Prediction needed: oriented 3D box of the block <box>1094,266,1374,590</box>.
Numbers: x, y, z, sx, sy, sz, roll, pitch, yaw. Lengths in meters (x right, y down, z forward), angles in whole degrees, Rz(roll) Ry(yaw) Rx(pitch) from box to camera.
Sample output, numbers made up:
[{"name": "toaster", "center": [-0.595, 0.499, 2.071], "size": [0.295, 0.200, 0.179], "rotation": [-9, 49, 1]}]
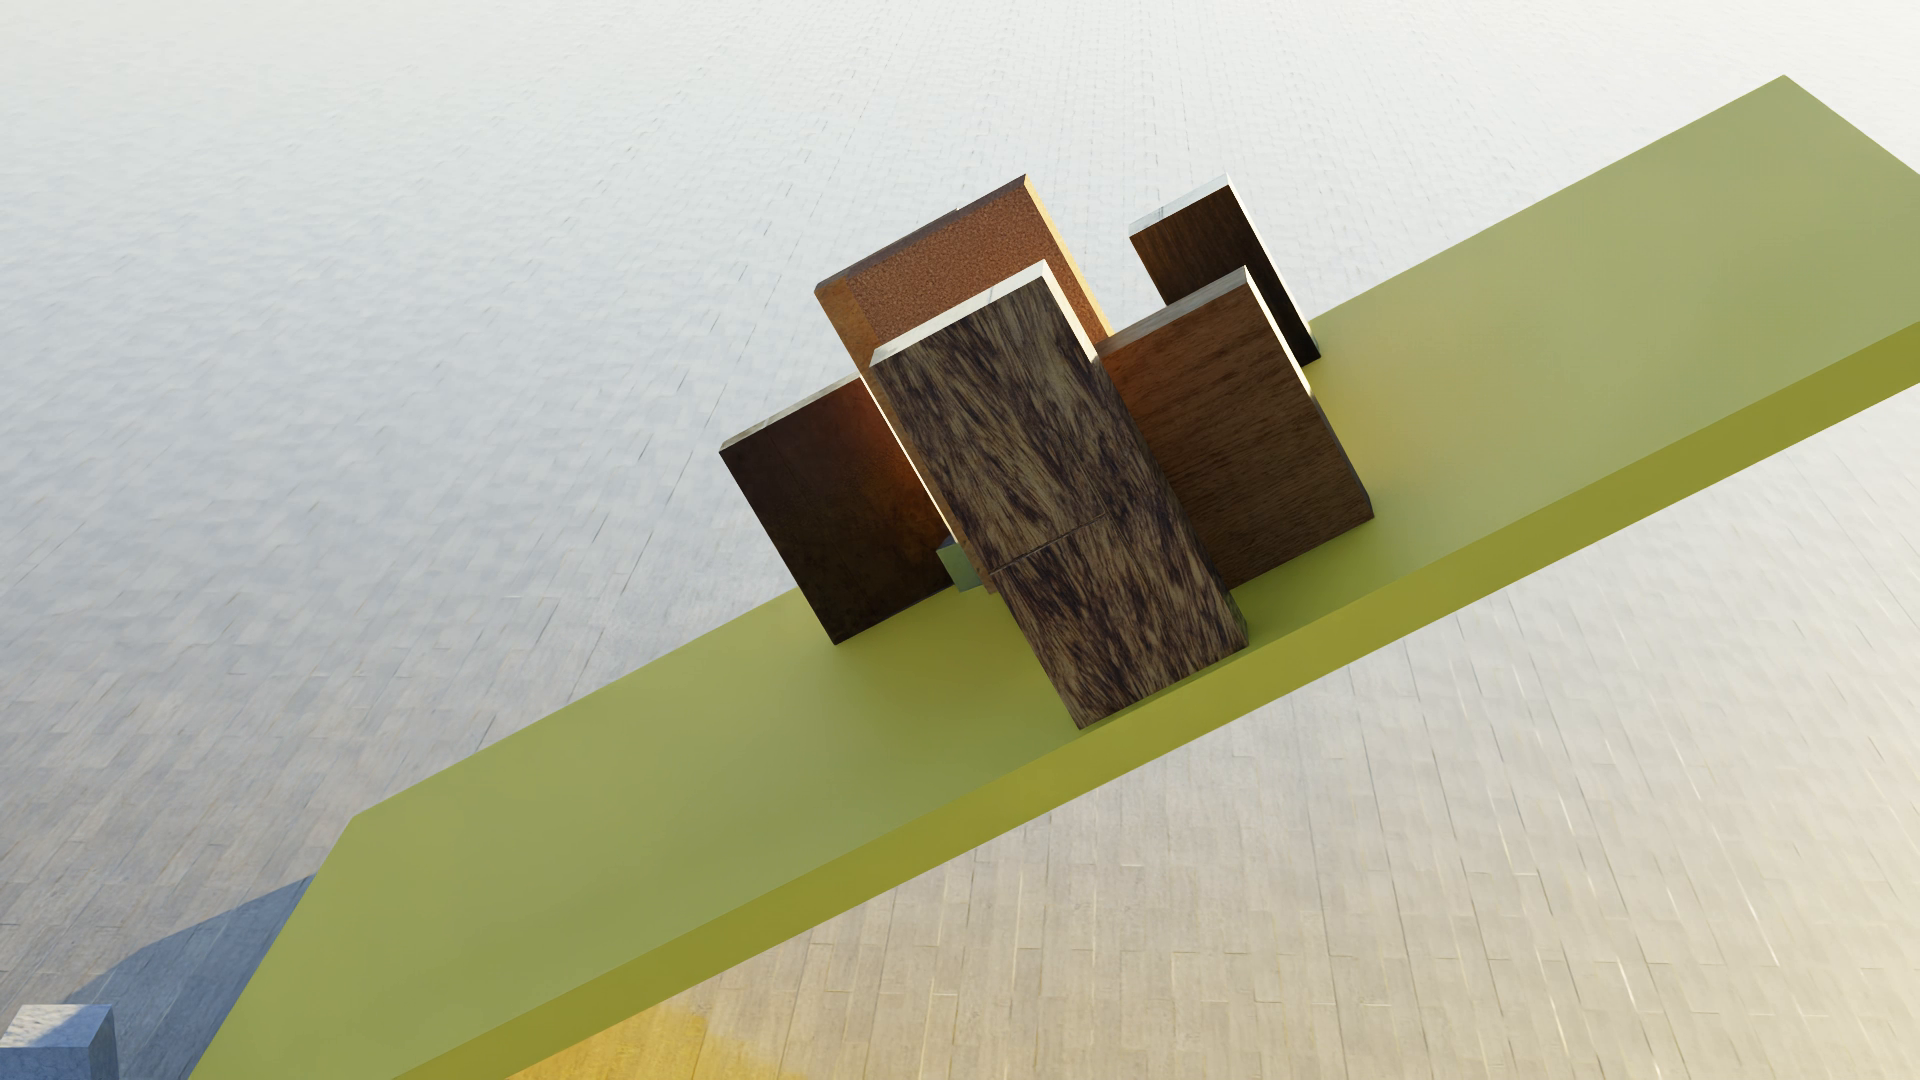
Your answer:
[{"name": "block", "center": [0.502, -0.199, 5.563], "size": [0.355, 0.515, 0.138], "rotation": [-27, 14, 11]}]

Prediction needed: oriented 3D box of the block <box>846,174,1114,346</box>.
[{"name": "block", "center": [0.146, -0.296, 6.023], "size": [0.411, 0.799, 0.120], "rotation": [-27, 14, 11]}]

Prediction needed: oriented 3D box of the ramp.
[{"name": "ramp", "center": [0.142, 0.167, 6.283], "size": [4.000, 0.100, 2.000], "rotation": [-27, 14, 11]}]

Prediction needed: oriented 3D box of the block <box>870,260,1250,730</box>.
[{"name": "block", "center": [0.182, -0.076, 5.255], "size": [0.345, 0.770, 0.129], "rotation": [-27, 14, 11]}]

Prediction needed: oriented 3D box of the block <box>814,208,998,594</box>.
[{"name": "block", "center": [0.030, -0.292, 6.309], "size": [0.344, 0.766, 0.085], "rotation": [-27, 14, 11]}]

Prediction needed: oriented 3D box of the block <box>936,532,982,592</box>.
[{"name": "block", "center": [0.038, 0.029, 6.533], "size": [0.112, 0.112, 0.112], "rotation": [-22, 17, 31]}]

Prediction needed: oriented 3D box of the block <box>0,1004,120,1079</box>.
[{"name": "block", "center": [-1.932, 1.129, 6.308], "size": [0.194, 0.194, 0.194], "rotation": [0, 18, -1]}]

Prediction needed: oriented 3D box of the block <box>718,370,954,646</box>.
[{"name": "block", "center": [-0.250, -0.072, 6.618], "size": [0.365, 0.520, 0.082], "rotation": [-27, 14, 11]}]

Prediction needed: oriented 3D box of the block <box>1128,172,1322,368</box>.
[{"name": "block", "center": [0.607, -0.573, 6.757], "size": [0.255, 0.456, 0.140], "rotation": [-27, 14, 11]}]
